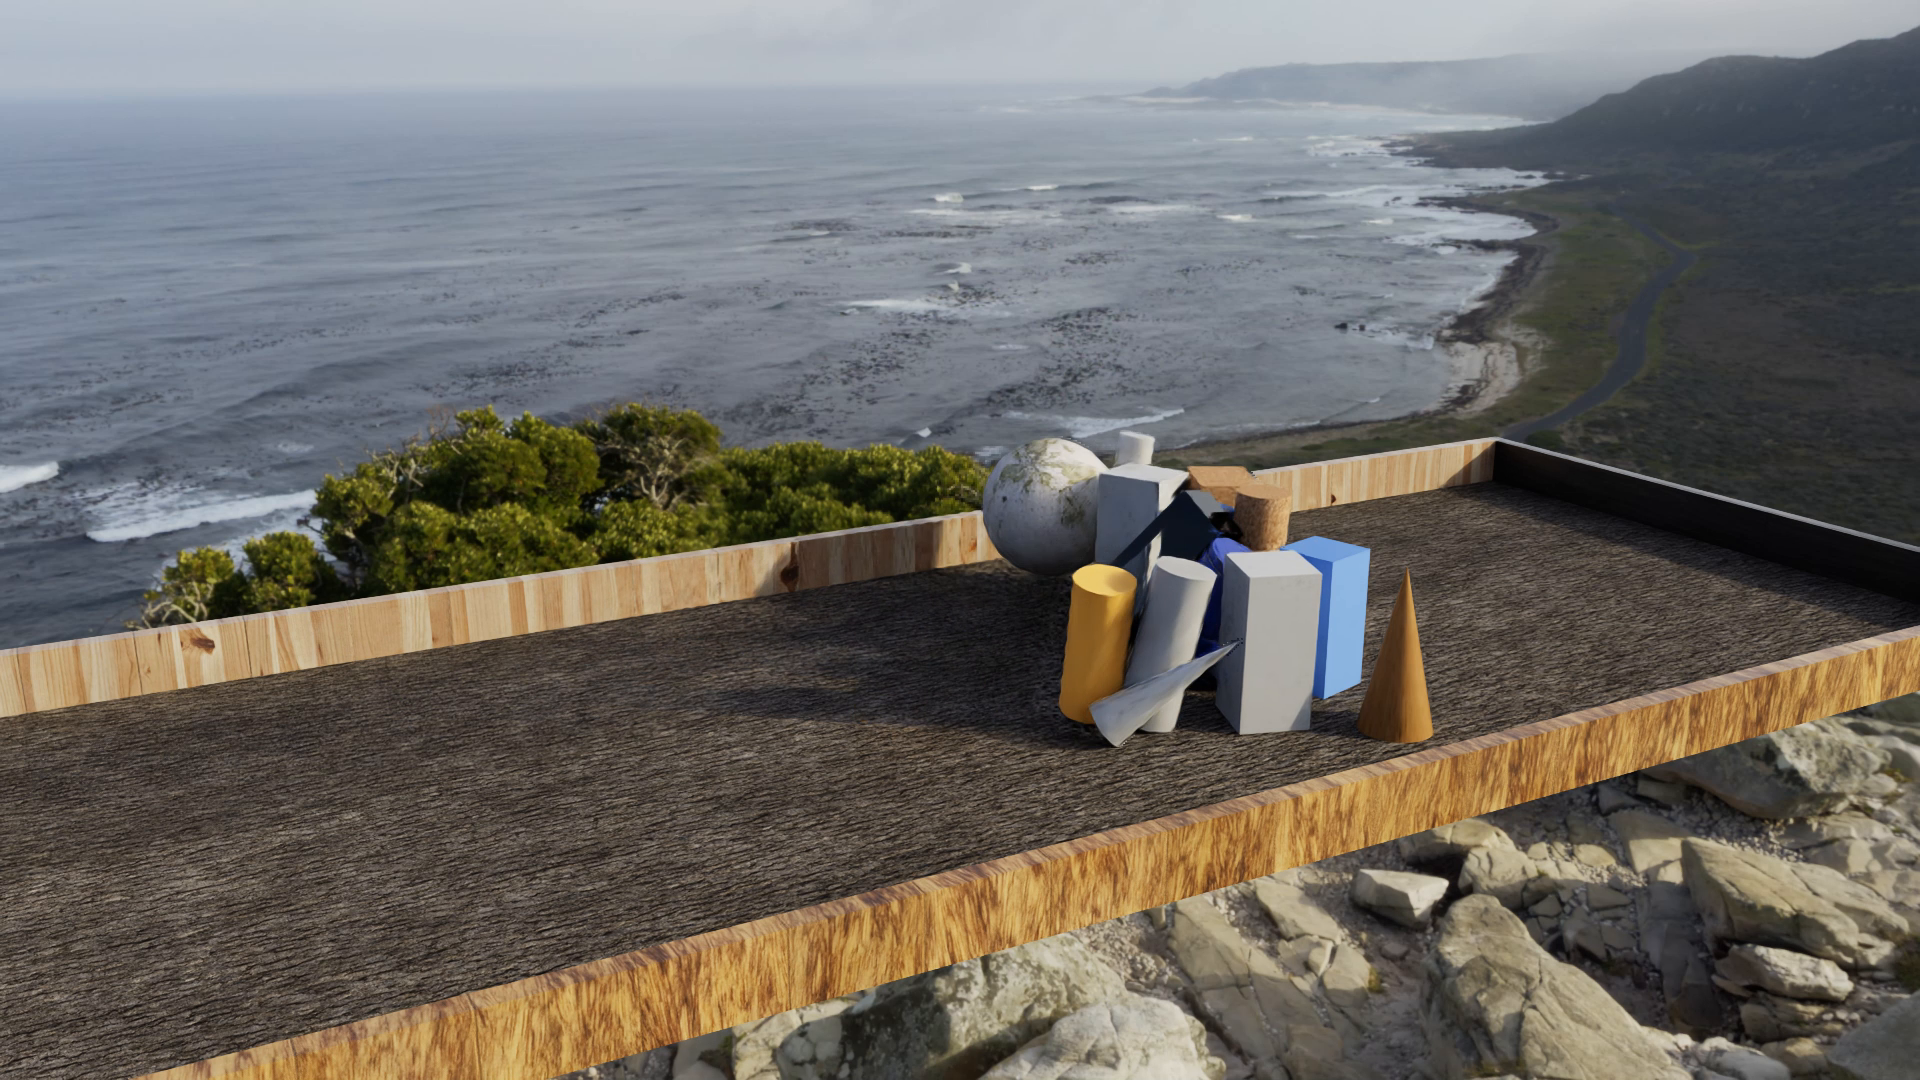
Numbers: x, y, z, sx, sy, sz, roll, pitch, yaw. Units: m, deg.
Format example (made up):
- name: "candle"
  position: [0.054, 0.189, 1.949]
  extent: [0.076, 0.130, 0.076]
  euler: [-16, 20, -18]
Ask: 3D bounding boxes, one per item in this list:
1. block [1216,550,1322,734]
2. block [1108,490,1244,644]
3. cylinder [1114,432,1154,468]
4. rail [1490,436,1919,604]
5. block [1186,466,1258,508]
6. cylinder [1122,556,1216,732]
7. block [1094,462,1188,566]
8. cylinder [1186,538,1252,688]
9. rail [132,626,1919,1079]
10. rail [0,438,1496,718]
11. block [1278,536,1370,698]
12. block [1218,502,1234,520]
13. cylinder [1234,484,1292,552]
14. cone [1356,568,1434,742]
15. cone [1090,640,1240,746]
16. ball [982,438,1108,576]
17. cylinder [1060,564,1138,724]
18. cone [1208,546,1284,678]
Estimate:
- name: "block"
  position: [0.718, 0.237, 3.855]
  extent: [0.172, 0.385, 0.172]
  euler: [-3, 18, -10]
- name: "block"
  position: [0.508, 0.077, 4.278]
  extent: [0.148, 0.441, 0.148]
  euler: [3, 45, -56]
- name: "cylinder"
  position: [0.479, -0.087, 4.837]
  extent: [0.103, 0.447, 0.103]
  euler: [9, 11, -2]
- name: "rail"
  position: [2.466, -0.048, 5.253]
  extent: [0.050, 0.150, 2.100]
  euler: [-9, 18, -27]
- name: "block"
  position: [0.713, 0.010, 4.590]
  extent: [0.164, 0.396, 0.164]
  euler: [0, 20, -6]
- name: "cylinder"
  position: [0.476, 0.242, 3.816]
  extent: [0.142, 0.382, 0.142]
  euler: [11, 18, -4]
- name: "block"
  position: [0.497, 0.014, 4.558]
  extent: [0.180, 0.411, 0.180]
  euler: [11, 17, 31]
- name: "cylinder"
  position: [0.597, 0.181, 4.053]
  extent: [0.179, 0.347, 0.179]
  euler: [26, 30, -16]
- name: "rail"
  position: [-2.336, 1.006, 1.665]
  extent: [12.000, 0.150, 0.050]
  euler: [-9, 18, -27]
- name: "rail"
  position: [-3.305, 0.497, 3.399]
  extent: [12.000, 0.150, 0.050]
  euler: [-9, 18, -27]
- name: "block"
  position: [0.891, 0.189, 4.090]
  extent: [0.160, 0.350, 0.160]
  euler: [-15, 22, -42]
- name: "block"
  position: [0.612, 0.078, 4.375]
  extent: [0.108, 0.374, 0.108]
  euler: [26, 15, 27]
- name: "cylinder"
  position: [0.776, 0.077, 4.332]
  extent: [0.141, 0.422, 0.141]
  euler: [3, 17, -1]
- name: "cone"
  position: [1.017, 0.249, 3.802]
  extent: [0.176, 0.398, 0.176]
  euler: [0, 16, 0]
- name: "cone"
  position: [0.477, 0.321, 3.705]
  extent: [0.373, 0.114, 0.114]
  euler: [-34, 8, 17]
- name: "ball"
  position: [0.259, -0.094, 4.722]
  extent: [0.394, 0.394, 0.394]
  euler: [0, 16, 0]
- name: "cylinder"
  position: [0.322, 0.246, 3.865]
  extent: [0.148, 0.346, 0.148]
  euler: [4, 27, -2]
- name: "cone"
  position: [0.730, 0.178, 4.072]
  extent: [0.119, 0.362, 0.119]
  euler: [19, 14, -5]
